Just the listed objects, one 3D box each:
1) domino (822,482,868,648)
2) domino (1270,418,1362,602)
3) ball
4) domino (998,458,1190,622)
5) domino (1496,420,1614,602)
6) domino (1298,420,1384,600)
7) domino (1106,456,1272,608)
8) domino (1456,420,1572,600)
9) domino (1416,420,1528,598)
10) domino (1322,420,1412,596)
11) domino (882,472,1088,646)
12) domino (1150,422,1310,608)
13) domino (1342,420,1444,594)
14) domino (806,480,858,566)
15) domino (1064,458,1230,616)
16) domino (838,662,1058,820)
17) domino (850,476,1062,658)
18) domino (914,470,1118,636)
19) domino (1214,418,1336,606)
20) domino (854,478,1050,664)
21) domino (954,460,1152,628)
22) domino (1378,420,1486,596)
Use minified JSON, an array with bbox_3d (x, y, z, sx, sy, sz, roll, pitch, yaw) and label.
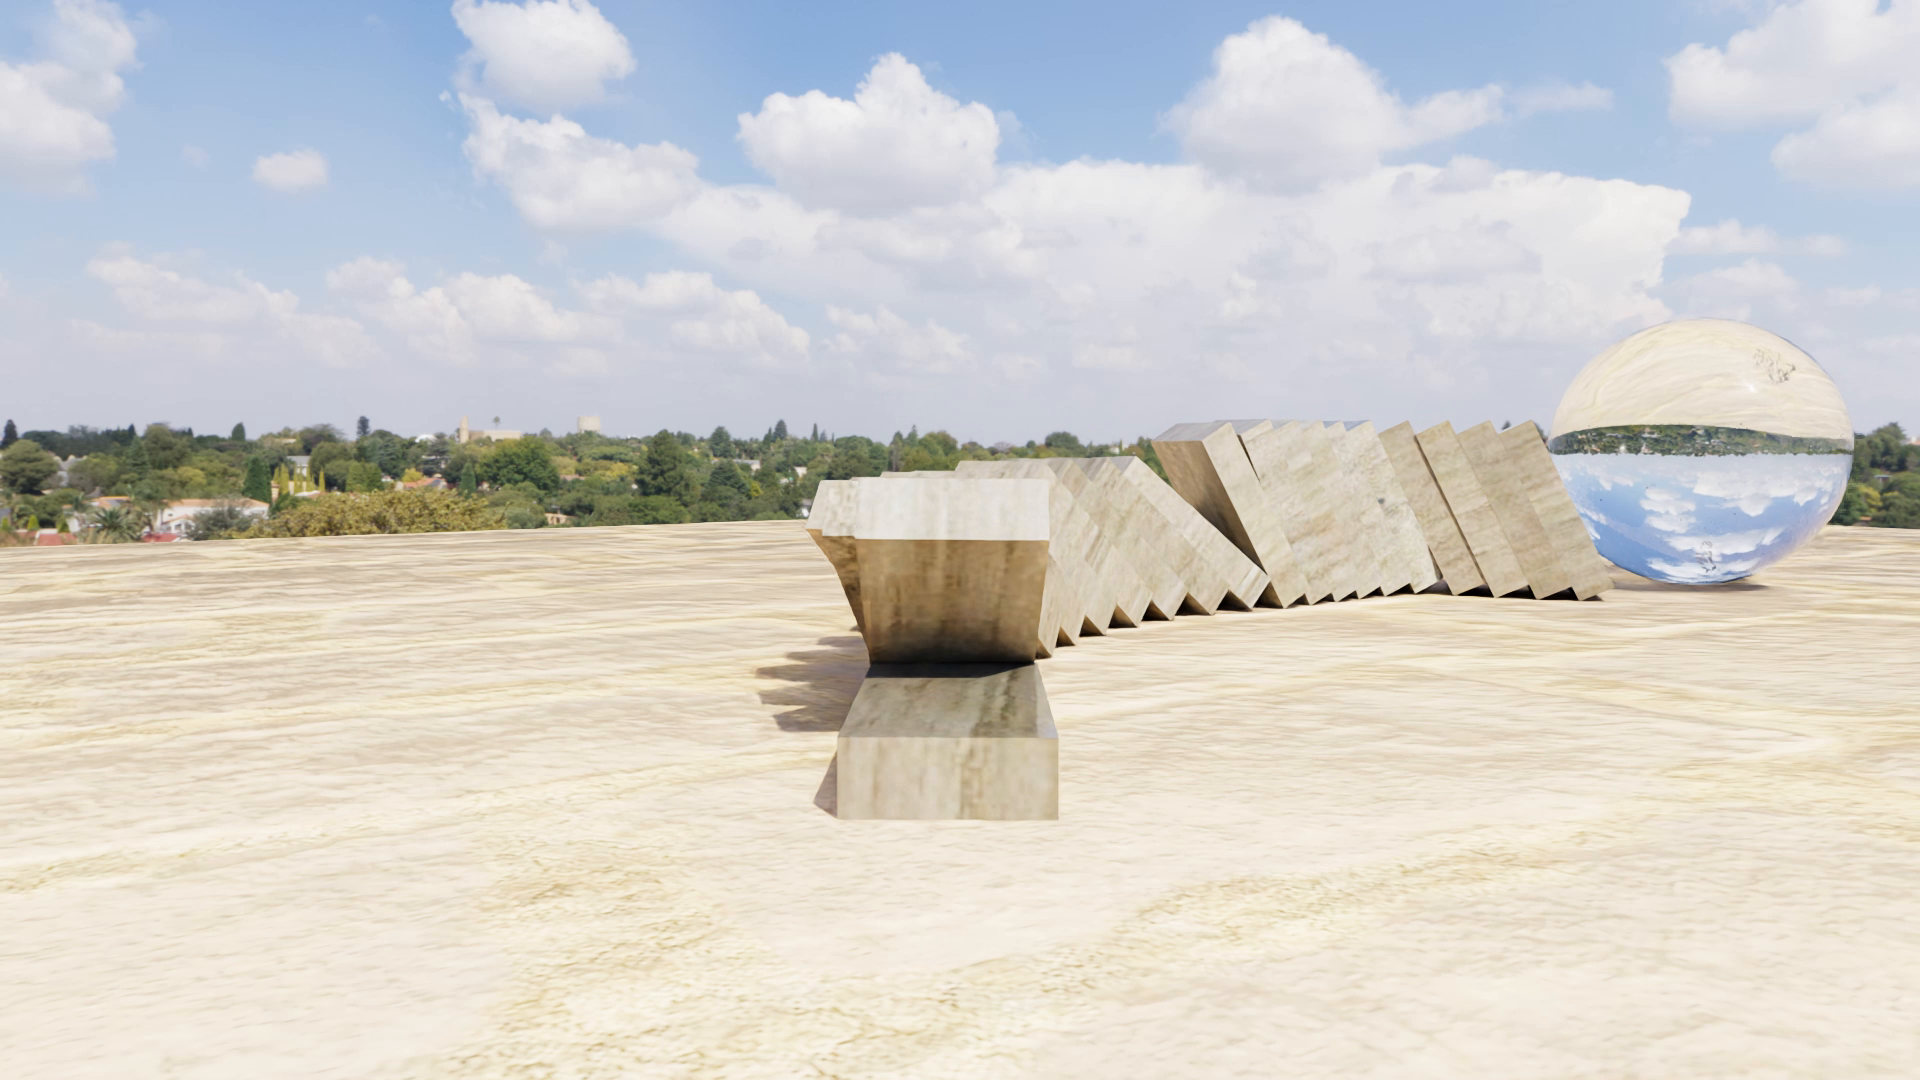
[{"bbox_3d":[-0.004,0.008,0.207,0.025,0.010,0.050,0,-32,8],"label":"domino"},{"bbox_3d":[0.090,-0.008,0.352,0.009,0.050,0.025,-29,14,-17],"label":"domino"},{"bbox_3d":[0.220,-0.026,0.386,0.080,0.080,0.080,0,4,0],"label":"ball"},{"bbox_3d":[0.030,0.000,0.307,0.050,0.010,0.025,44,-22,-31],"label":"domino"},{"bbox_3d":[0.165,-0.009,0.359,0.010,0.050,0.025,-26,-5,19],"label":"domino"},{"bbox_3d":[0.098,-0.009,0.359,0.010,0.050,0.025,-29,14,-17],"label":"domino"},{"bbox_3d":[0.054,-0.002,0.330,0.050,0.010,0.025,40,-12,-18],"label":"domino"},{"bbox_3d":[0.155,-0.009,0.362,0.009,0.050,0.025,-26,-5,19],"label":"domino"},{"bbox_3d":[0.145,-0.009,0.366,0.010,0.050,0.025,-26,-5,19],"label":"domino"},{"bbox_3d":[0.109,-0.009,0.367,0.010,0.050,0.025,-28,8,-7],"label":"domino"},{"bbox_3d":[0.005,0.004,0.261,0.025,0.009,0.050,3,-31,31],"label":"domino"},{"bbox_3d":[0.071,-0.007,0.337,0.009,0.050,0.025,-34,15,-17],"label":"domino"},{"bbox_3d":[0.120,-0.010,0.372,0.010,0.050,0.025,-28,6,-5],"label":"domino"},{"bbox_3d":[-0.005,0.007,0.227,0.025,0.009,0.050,2,-30,22],"label":"domino"},{"bbox_3d":[0.042,-0.001,0.318,0.050,0.009,0.025,42,-17,-26],"label":"domino"},{"bbox_3d":[-0.001,0.025,0.170,0.025,0.010,0.050,0,4,1],"label":"domino"},{"bbox_3d":[-0.001,0.006,0.244,0.025,0.010,0.050,2,-30,26],"label":"domino"},{"bbox_3d":[0.011,0.003,0.278,0.025,0.010,0.050,4,-30,39],"label":"domino"},{"bbox_3d":[0.081,-0.008,0.345,0.010,0.050,0.025,-29,14,-17],"label":"domino"},{"bbox_3d":[-0.001,0.009,0.188,0.025,0.010,0.050,1,-32,0],"label":"domino"},{"bbox_3d":[0.021,0.001,0.292,0.025,0.010,0.050,4,-33,45],"label":"domino"},{"bbox_3d":[0.136,-0.010,0.371,0.010,0.050,0.025,-26,-5,19],"label":"domino"}]
